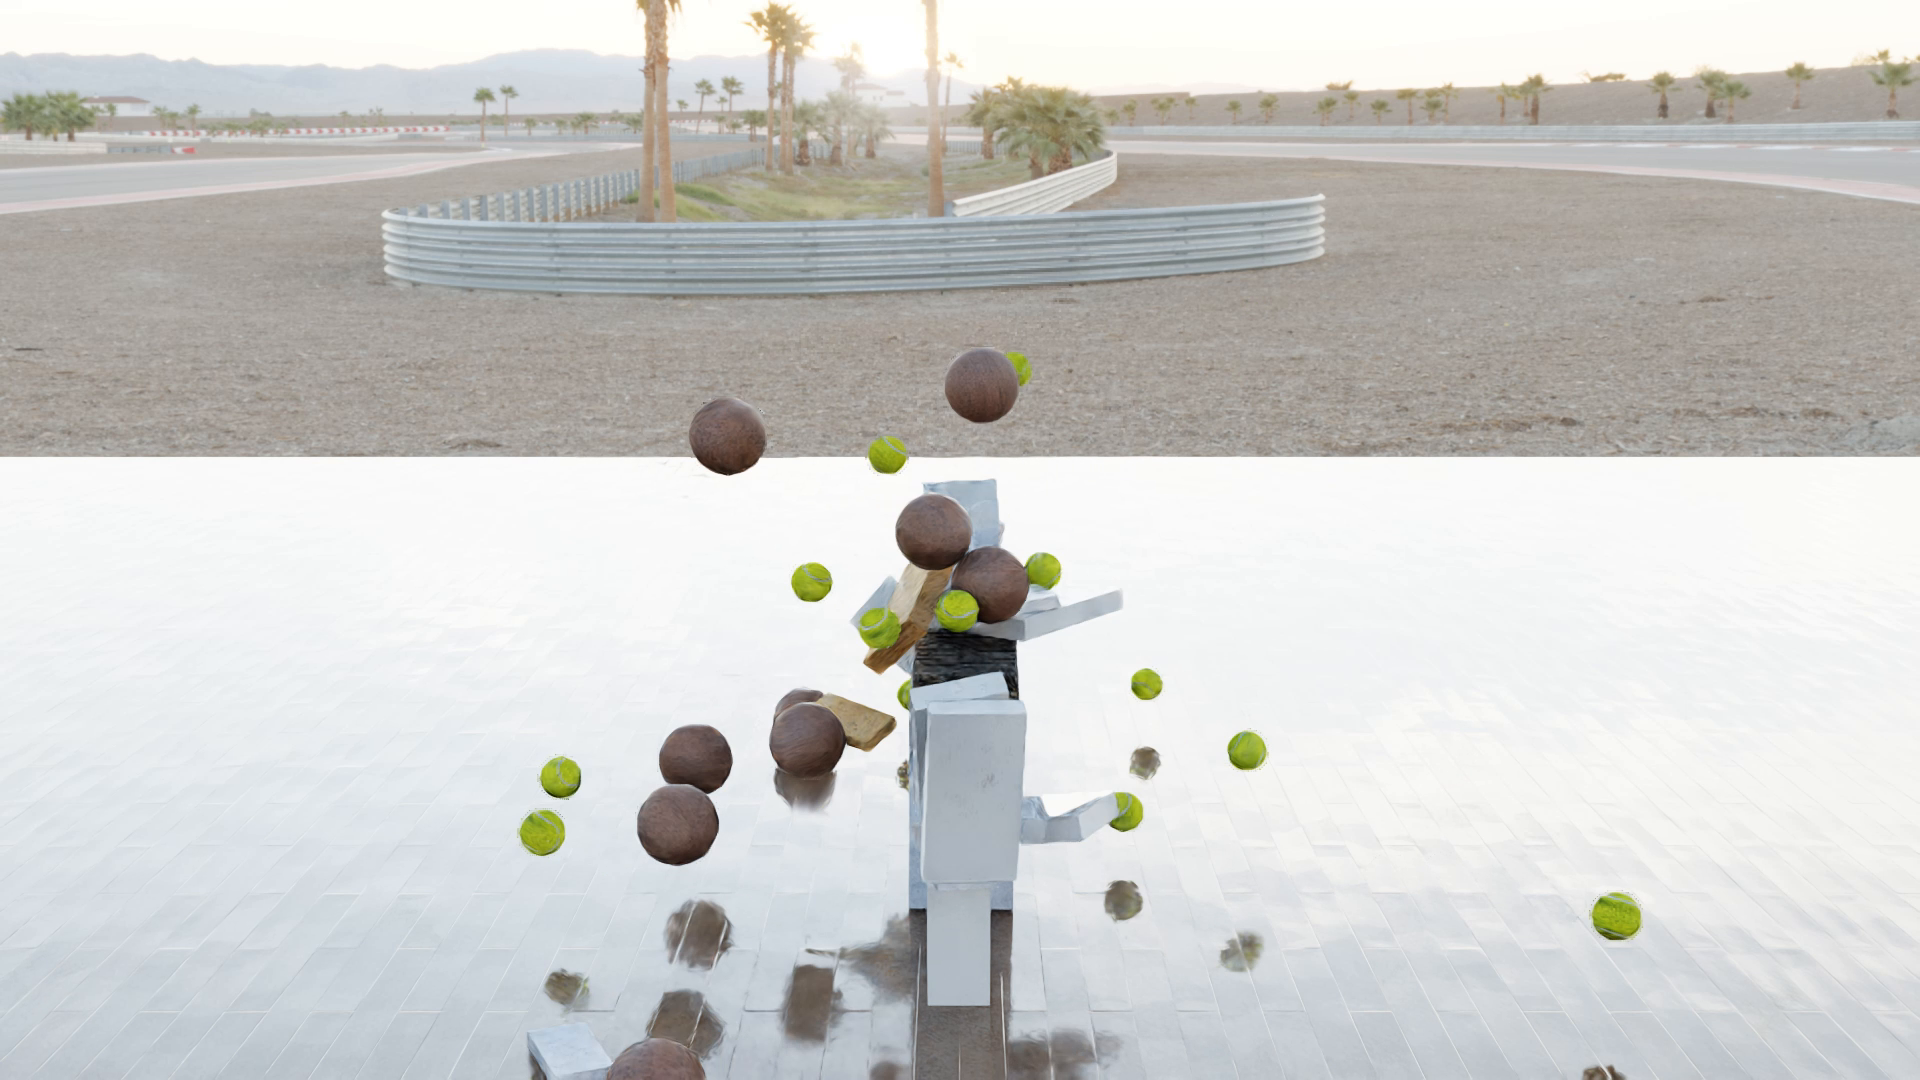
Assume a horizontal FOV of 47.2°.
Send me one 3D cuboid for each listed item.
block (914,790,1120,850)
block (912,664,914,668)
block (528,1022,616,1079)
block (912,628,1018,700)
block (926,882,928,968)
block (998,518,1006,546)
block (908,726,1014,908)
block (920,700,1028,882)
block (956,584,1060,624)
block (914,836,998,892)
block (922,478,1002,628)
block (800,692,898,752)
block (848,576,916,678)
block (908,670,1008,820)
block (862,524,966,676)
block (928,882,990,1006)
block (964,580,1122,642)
[{"bbox_3d":[0.083,0.413,3.239,0.269,0.038,0.135,-8,6,28],"label":"block"},{"bbox_3d":[0.002,0.387,3.819,0.171,0.341,0.048,0,3,-2],"label":"block"},{"bbox_3d":[-0.531,0.703,2.997,0.081,0.023,0.161,-5,11,-23],"label":"block"},{"bbox_3d":[0.010,0.209,3.695,0.171,0.048,0.341,1,11,0],"label":"block"},{"bbox_3d":[-0.004,0.563,3.317,0.090,0.181,0.026,-1,10,-5],"label":"block"},{"bbox_3d":[0.016,0.048,4.158,0.034,0.238,0.119,-12,36,-36],"label":"block"},{"bbox_3d":[0.002,0.428,3.594,0.171,0.341,0.048,0,1,-1],"label":"block"},{"bbox_3d":[0.018,0.355,3.091,0.135,0.269,0.038,0,23,-7],"label":"block"},{"bbox_3d":[0.082,0.109,3.783,0.161,0.023,0.081,-10,17,-25],"label":"block"},{"bbox_3d":[-0.007,0.473,3.239,0.090,0.026,0.181,-2,11,-12],"label":"block"},{"bbox_3d":[0.005,0.055,3.966,0.138,0.348,0.039,-3,-27,1],"label":"block"},{"bbox_3d":[-0.198,0.323,3.902,0.161,0.023,0.081,17,43,37],"label":"block"},{"bbox_3d":[-0.083,0.189,4.160,0.238,0.119,0.034,41,-8,3],"label":"block"},{"bbox_3d":[0.001,0.301,3.180,0.135,0.269,0.038,-11,49,-8],"label":"block"},{"bbox_3d":[-0.078,0.102,3.795,0.039,0.138,0.275,37,37,-11],"label":"block"},{"bbox_3d":[-0.002,0.586,3.195,0.090,0.181,0.026,0,10,0],"label":"block"},{"bbox_3d":[0.148,0.123,3.872,0.138,0.039,0.275,7,15,41],"label":"block"}]
